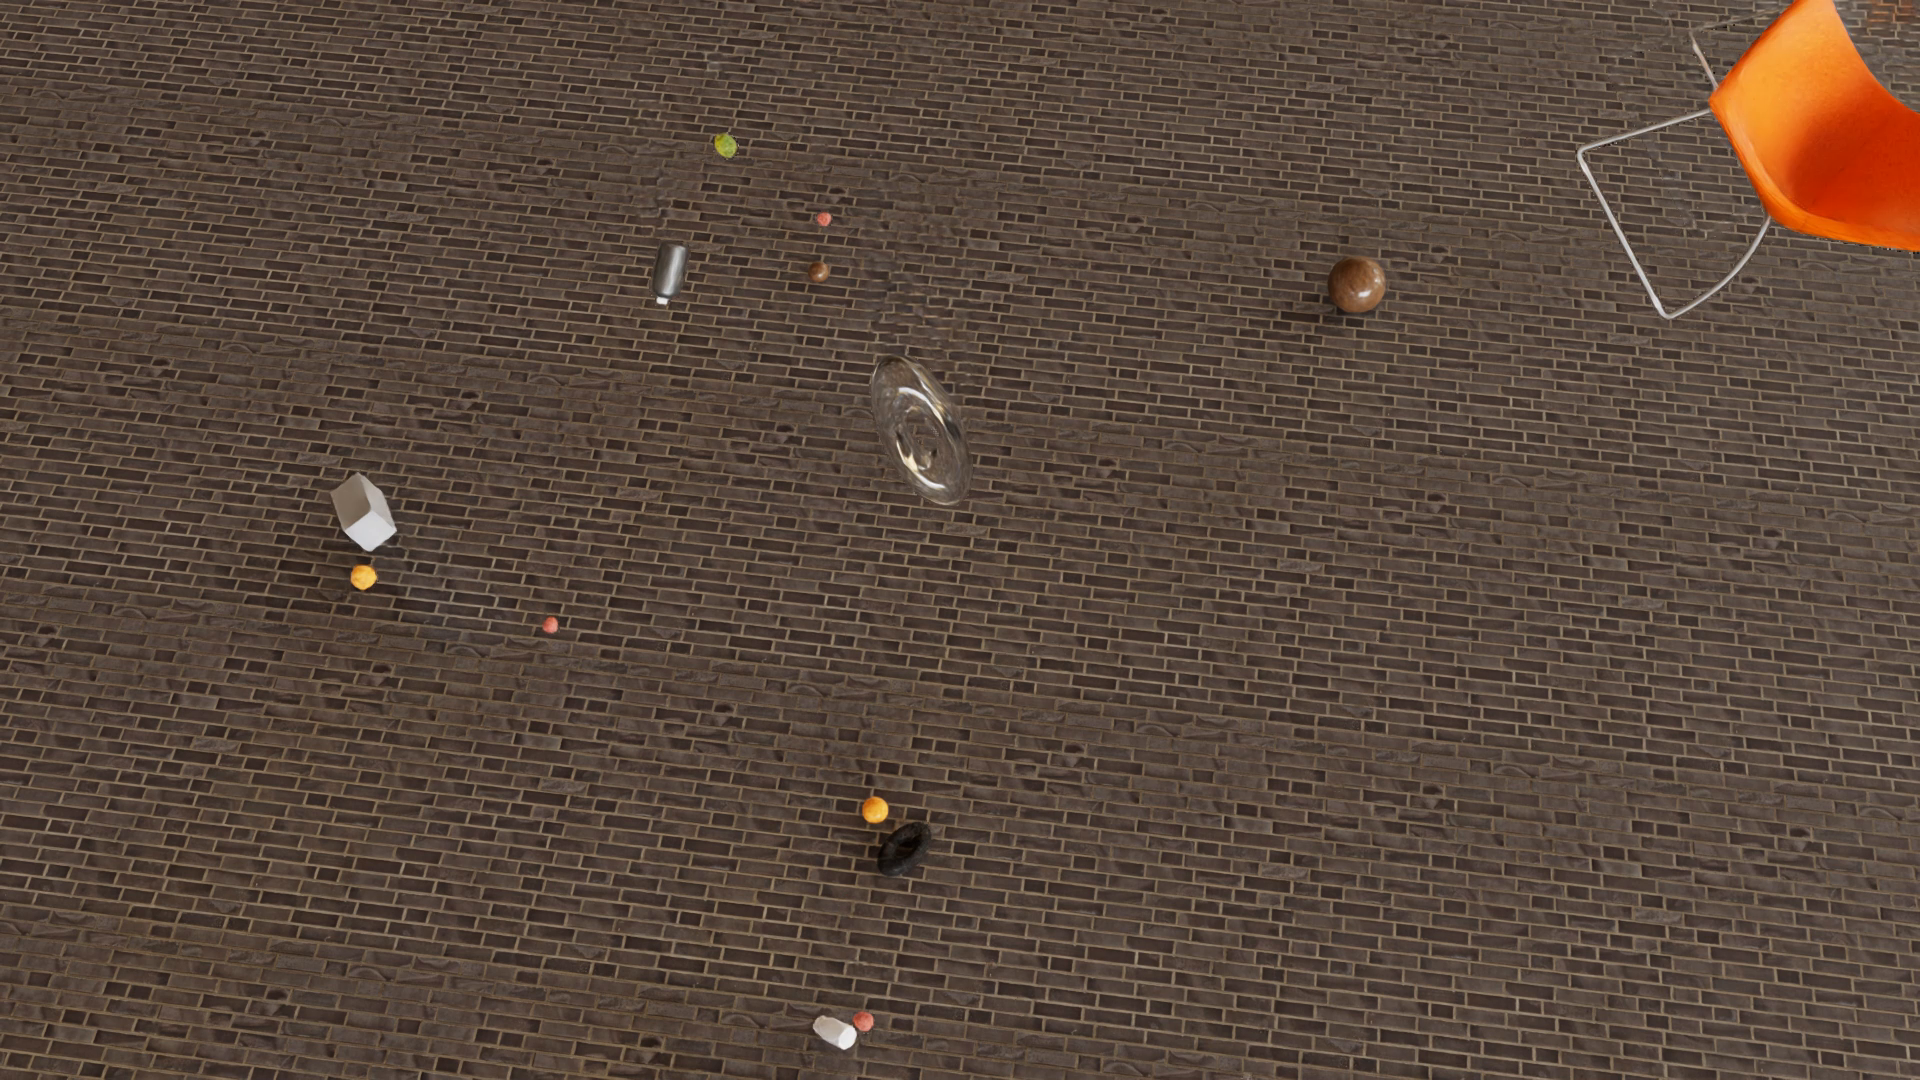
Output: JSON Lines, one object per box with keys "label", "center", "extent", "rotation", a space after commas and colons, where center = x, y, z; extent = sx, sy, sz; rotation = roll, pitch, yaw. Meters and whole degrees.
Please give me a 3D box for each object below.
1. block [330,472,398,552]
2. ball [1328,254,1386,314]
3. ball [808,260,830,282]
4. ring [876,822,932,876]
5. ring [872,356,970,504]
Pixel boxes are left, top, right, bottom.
{"label": "block", "center": [-1.767, -0.083, 6.514], "extent": [0.106, 0.116, 0.193], "rotation": [-37, 46, 3]}
{"label": "ball", "center": [1.264, -0.816, 7.010], "extent": [0.185, 0.185, 0.185], "rotation": [0, 56, 0]}
{"label": "ball", "center": [-0.458, -0.868, 7.115], "extent": [0.069, 0.069, 0.069], "rotation": [0, 56, 0]}
{"label": "ring", "center": [-0.152, 0.840, 5.981], "extent": [0.110, 0.050, 0.184], "rotation": [36, 64, 23]}
{"label": "ring", "center": [-0.098, -0.281, 5.666], "extent": [0.204, 0.479, 0.127], "rotation": [-19, 36, 8]}
